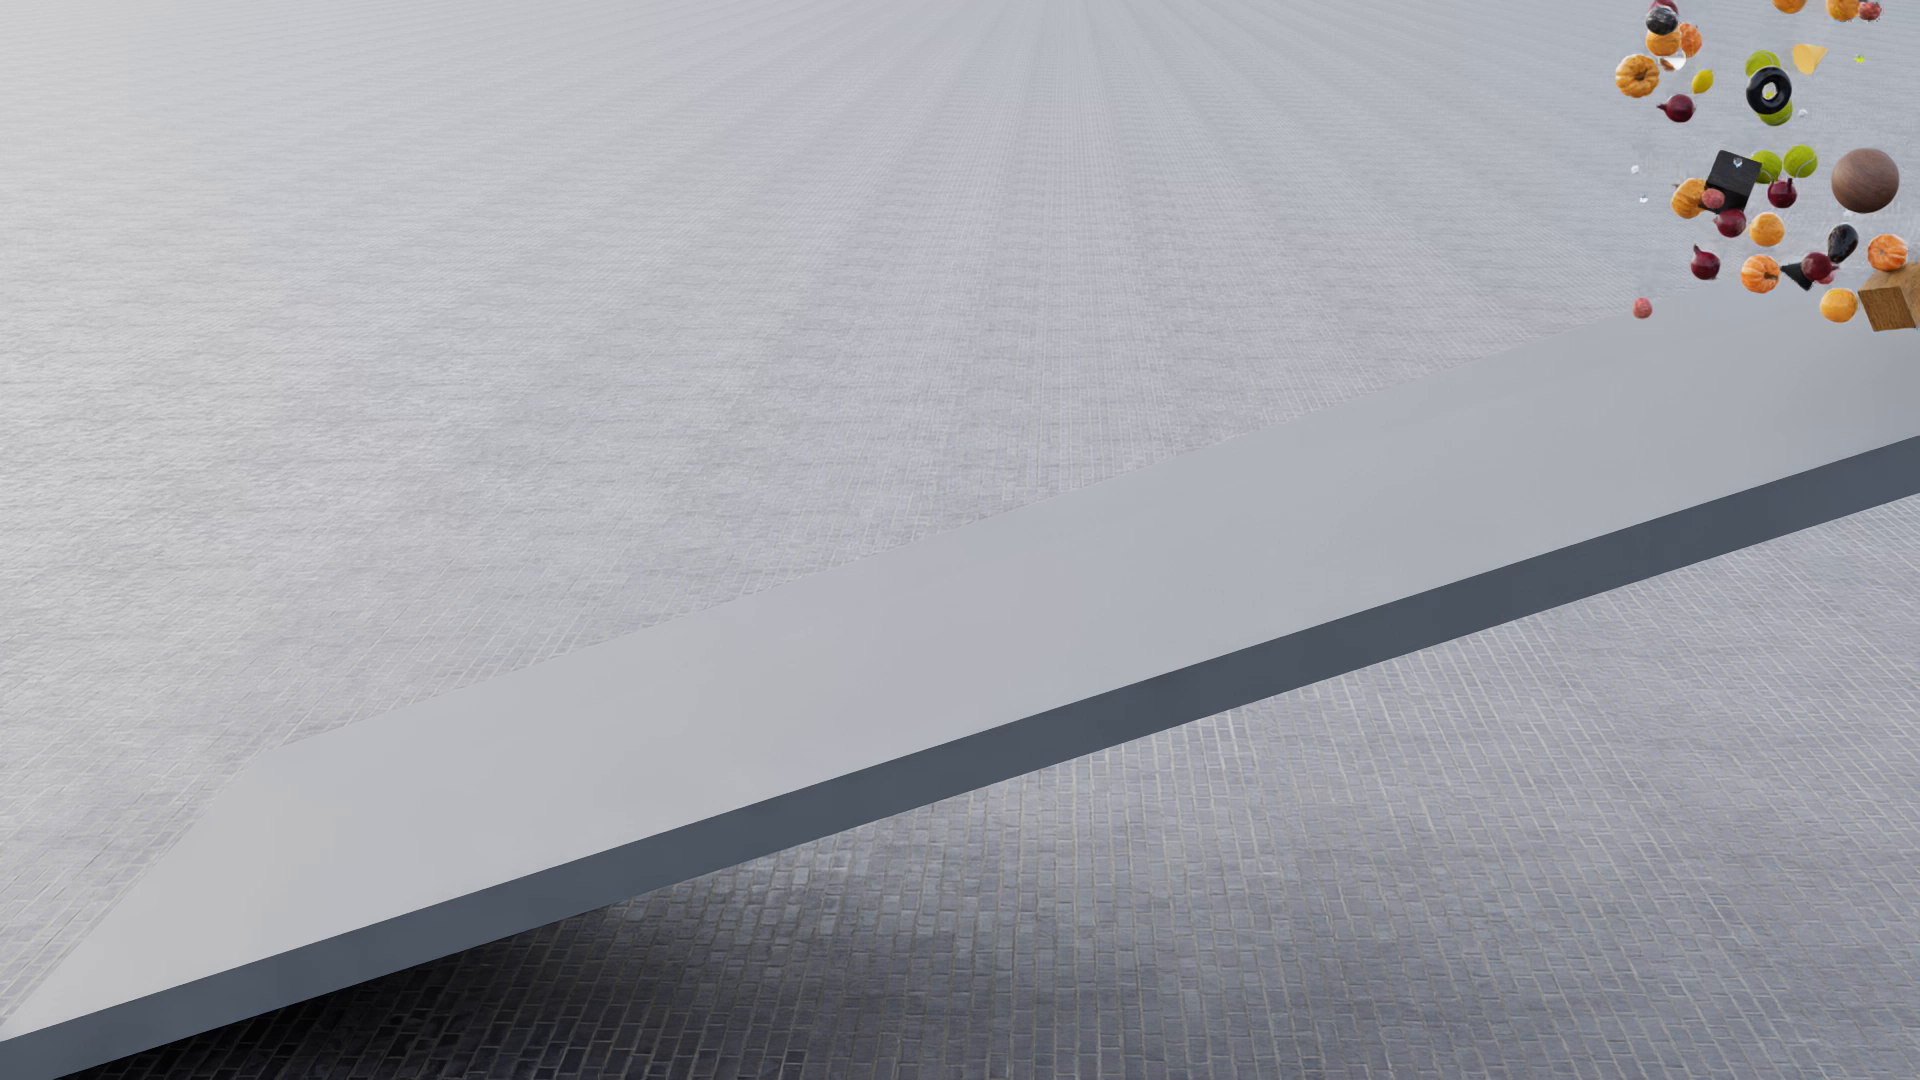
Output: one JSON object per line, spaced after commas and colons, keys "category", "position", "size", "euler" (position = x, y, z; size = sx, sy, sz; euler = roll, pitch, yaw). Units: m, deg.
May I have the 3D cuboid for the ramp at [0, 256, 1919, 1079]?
{"category": "ramp", "position": [0.106, 0.181, 6.306], "size": [4.000, 0.100, 2.000], "euler": [-18, 11, 6]}

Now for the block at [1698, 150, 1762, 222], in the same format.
{"category": "block", "position": [1.570, -0.723, 5.999], "size": [0.089, 0.089, 0.089], "euler": [22, -25, 13]}

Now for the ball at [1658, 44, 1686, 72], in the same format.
{"category": "ball", "position": [1.482, -1.003, 6.122], "size": [0.056, 0.056, 0.056], "euler": [0, 12, 0]}

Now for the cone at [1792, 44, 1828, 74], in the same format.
{"category": "cone", "position": [1.660, -0.943, 5.702], "size": [0.063, 0.063, 0.063], "euler": [-24, 19, -17]}

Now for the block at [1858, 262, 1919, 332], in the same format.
{"category": "block", "position": [1.874, -0.487, 5.881], "size": [0.096, 0.096, 0.096], "euler": [-4, 32, 50]}

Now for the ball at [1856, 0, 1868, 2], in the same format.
{"category": "ball", "position": [1.841, -1.125, 5.997], "size": [0.054, 0.054, 0.054], "euler": [0, 12, 0]}

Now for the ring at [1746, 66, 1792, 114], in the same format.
{"category": "ring", "position": [1.603, -0.891, 5.828], "size": [0.098, 0.098, 0.033], "euler": [-3, 17, -15]}
